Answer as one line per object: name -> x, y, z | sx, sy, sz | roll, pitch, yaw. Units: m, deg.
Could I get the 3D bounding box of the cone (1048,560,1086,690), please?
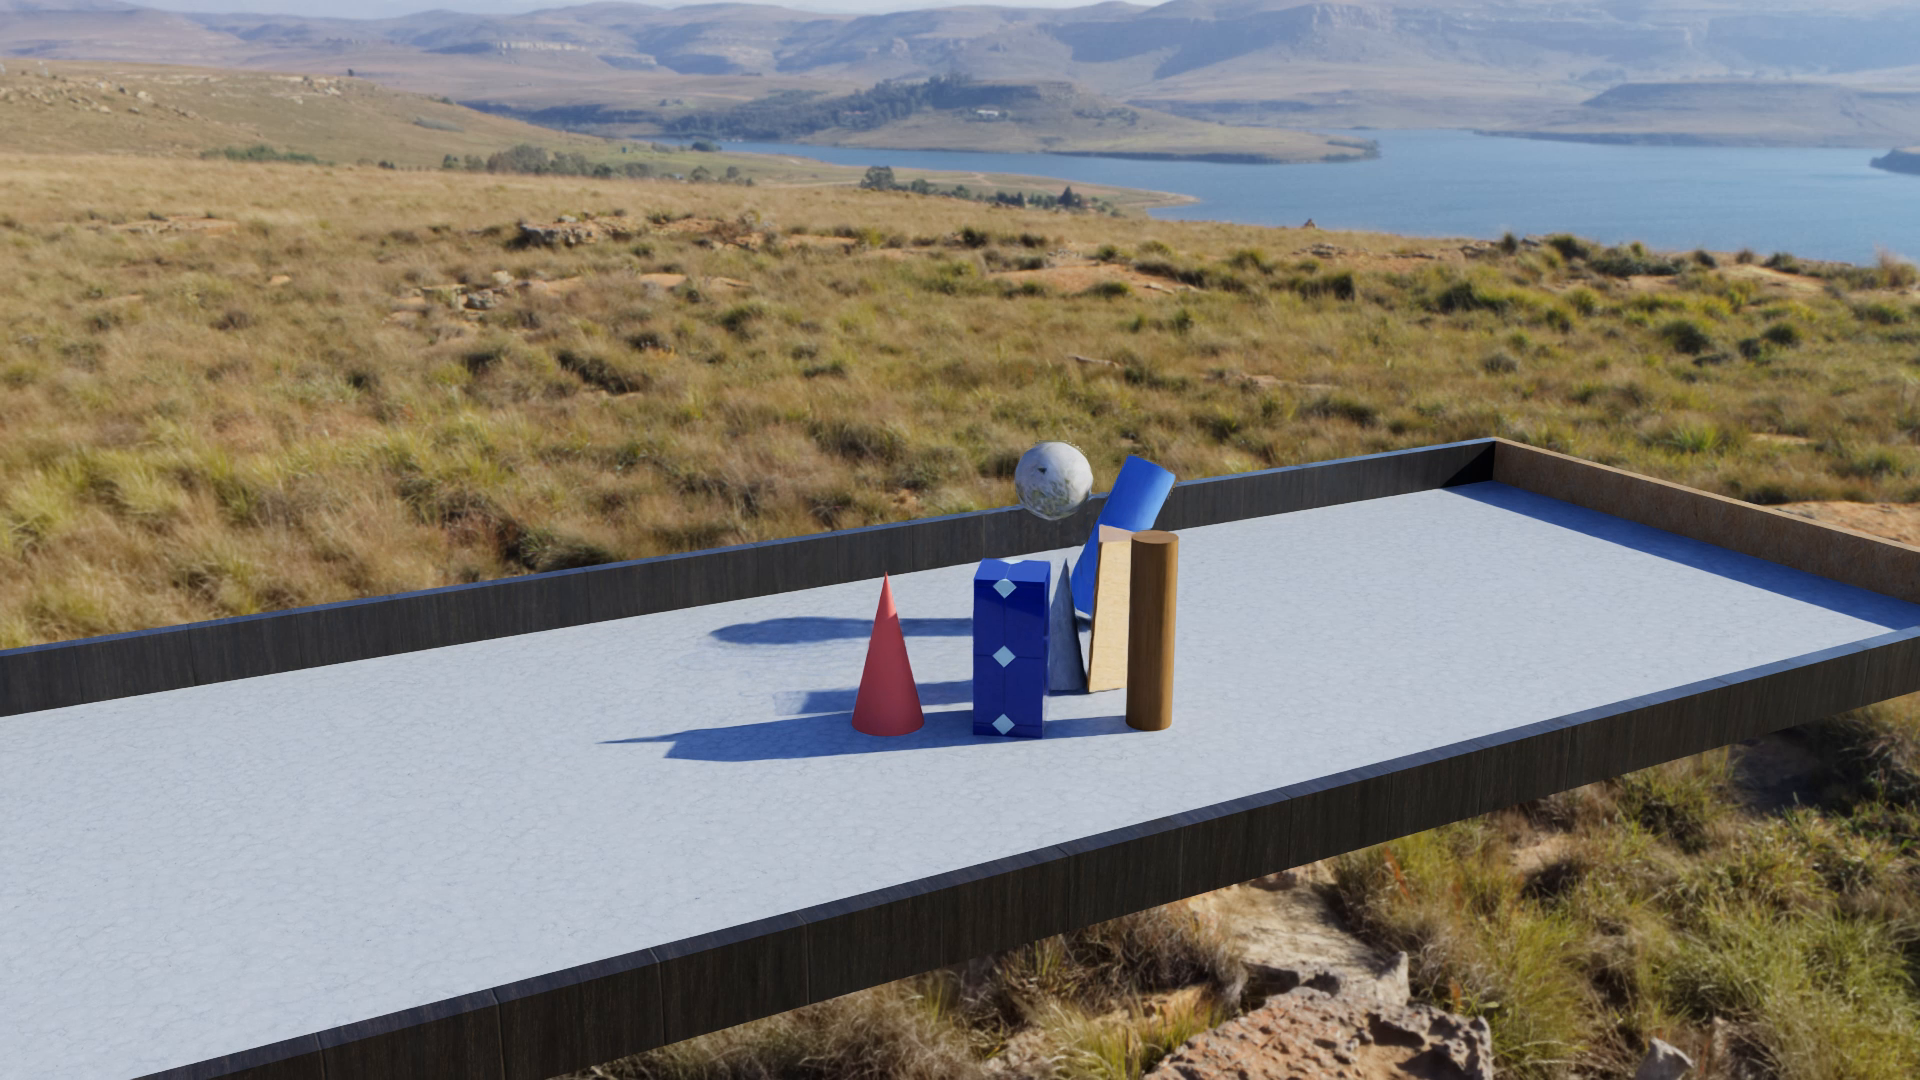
cone -> 0.253, 0.196, 4.099 | 0.146, 0.323, 0.146 | 3, 15, -1

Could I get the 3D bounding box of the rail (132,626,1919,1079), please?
rail -> -2.336, 1.006, 1.665 | 12.000, 0.150, 0.050 | -9, 18, -27

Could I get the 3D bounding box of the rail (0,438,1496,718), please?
rail -> -3.305, 0.497, 3.399 | 12.000, 0.150, 0.050 | -9, 18, -27

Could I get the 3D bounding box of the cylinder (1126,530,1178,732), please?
cylinder -> 0.445, 0.211, 3.827 | 0.108, 0.456, 0.108 | 0, 16, 0

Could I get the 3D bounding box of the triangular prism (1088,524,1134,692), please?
triangular prism -> 0.367, 0.164, 4.093 | 0.153, 0.385, 0.133 | -5, 19, -25

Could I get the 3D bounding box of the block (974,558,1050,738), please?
block -> 0.121, 0.250, 3.831 | 0.161, 0.379, 0.161 | 2, 17, 8

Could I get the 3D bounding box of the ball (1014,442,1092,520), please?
ball -> 0.256, -0.163, 4.535 | 0.216, 0.216, 0.216 | 0, 16, 0

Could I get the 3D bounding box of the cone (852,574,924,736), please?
cone -> -0.170, 0.250, 3.841 | 0.173, 0.373, 0.173 | 0, 16, 0

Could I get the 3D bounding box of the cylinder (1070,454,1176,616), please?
cylinder -> 0.435, -0.003, 4.553 | 0.145, 0.446, 0.145 | 26, -1, 0

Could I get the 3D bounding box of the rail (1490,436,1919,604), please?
rail -> 2.466, -0.048, 5.253 | 0.050, 0.150, 2.100 | -9, 18, -27
